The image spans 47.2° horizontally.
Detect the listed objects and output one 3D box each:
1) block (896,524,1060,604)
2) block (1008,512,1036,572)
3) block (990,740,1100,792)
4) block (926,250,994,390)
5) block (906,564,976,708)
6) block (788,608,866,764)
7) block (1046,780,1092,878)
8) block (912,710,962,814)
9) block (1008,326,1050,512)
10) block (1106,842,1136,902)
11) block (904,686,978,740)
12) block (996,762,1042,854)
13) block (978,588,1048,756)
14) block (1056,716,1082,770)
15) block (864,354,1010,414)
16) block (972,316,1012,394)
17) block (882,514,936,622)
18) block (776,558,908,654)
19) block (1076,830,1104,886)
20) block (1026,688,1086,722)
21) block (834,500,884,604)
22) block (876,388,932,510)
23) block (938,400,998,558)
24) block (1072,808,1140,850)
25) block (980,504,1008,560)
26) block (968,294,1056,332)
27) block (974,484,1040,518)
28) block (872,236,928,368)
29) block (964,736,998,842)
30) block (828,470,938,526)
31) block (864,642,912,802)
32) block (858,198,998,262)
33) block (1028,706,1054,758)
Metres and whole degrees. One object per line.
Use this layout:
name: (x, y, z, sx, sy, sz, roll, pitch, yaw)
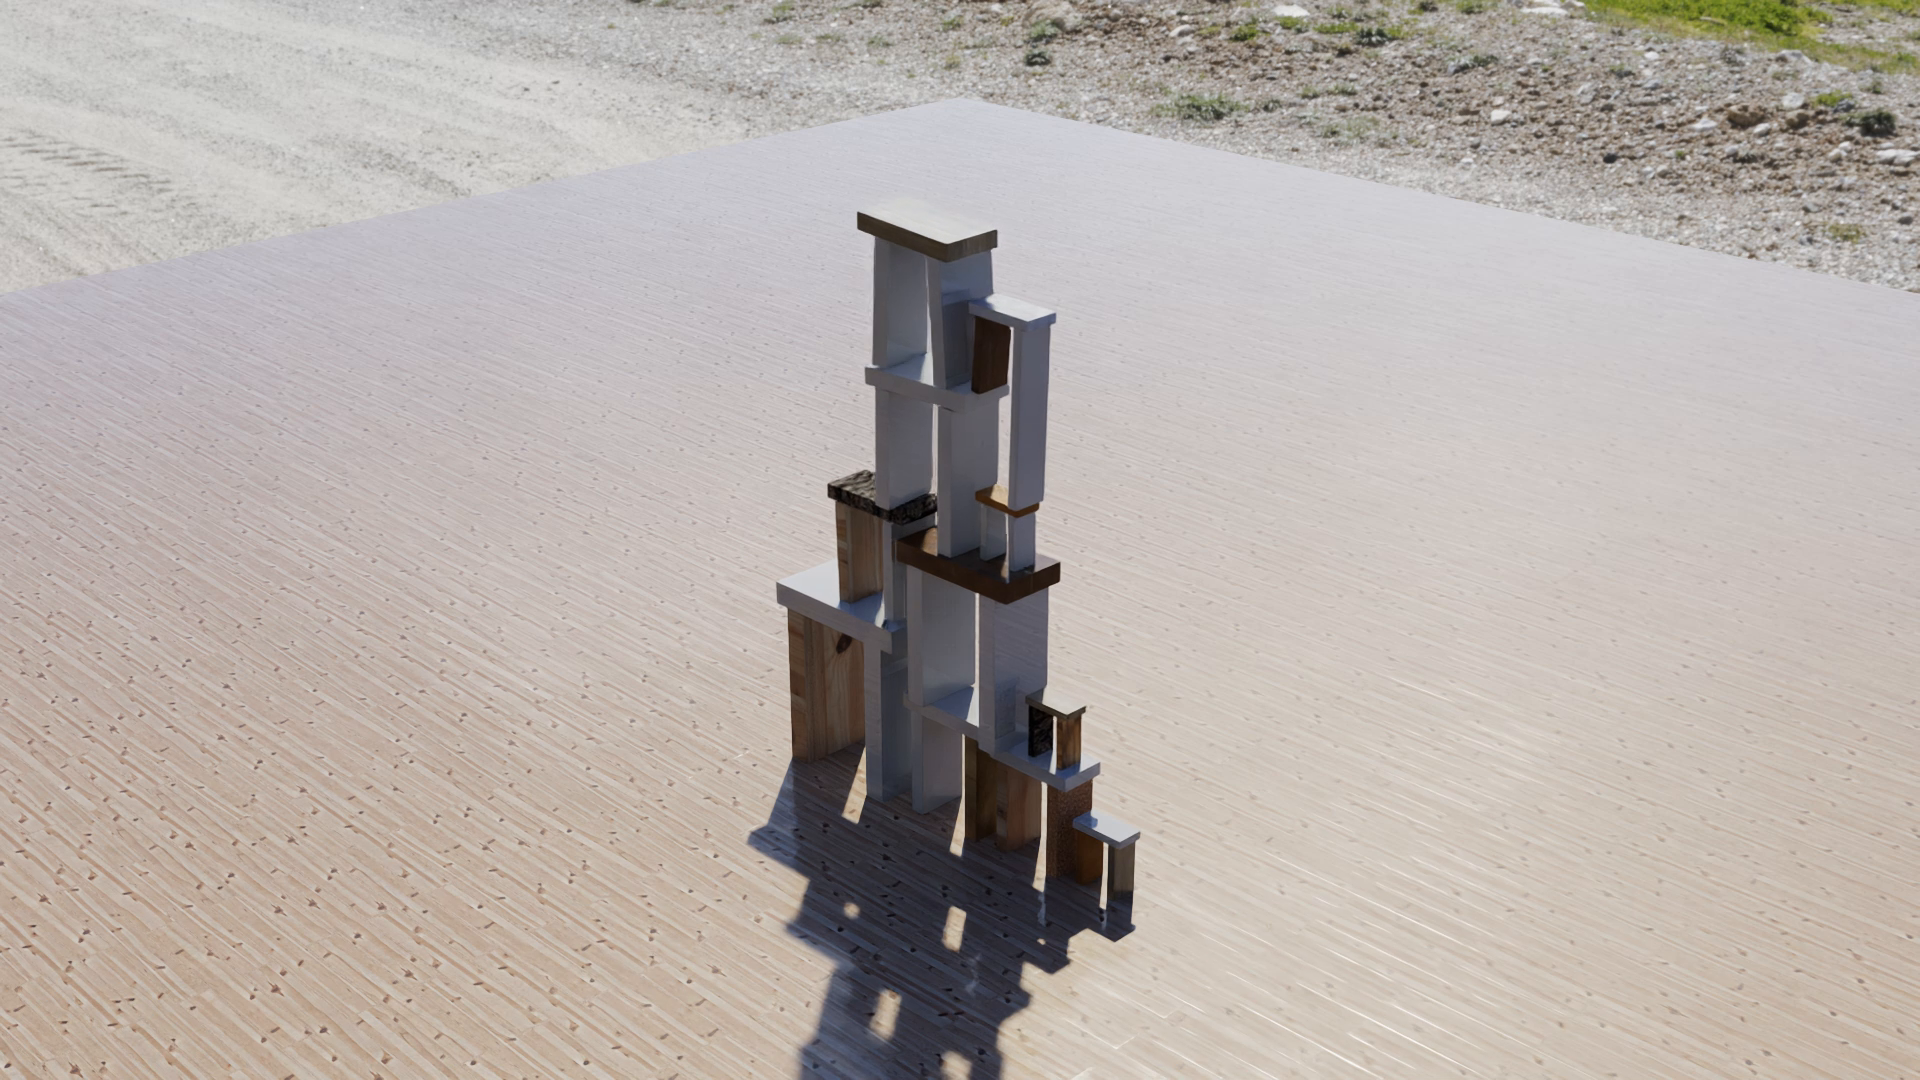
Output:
block: (0.033, 0.040, 4.197, 0.147, 0.042, 0.294, -21, 31, -40)
block: (0.116, -0.002, 4.098, 0.056, 0.113, 0.016, -20, 30, -38)
block: (0.163, 0.421, 4.225, 0.099, 0.028, 0.198, -21, 31, -40)
block: (0.005, -0.412, 4.032, 0.124, 0.248, 0.035, -21, 30, -35)
block: (-0.036, 0.167, 4.327, 0.147, 0.294, 0.042, -21, 31, -41)
block: (-0.278, 0.283, 4.650, 0.174, 0.347, 0.049, -21, 31, -41)
block: (0.210, 0.543, 4.228, 0.028, 0.198, 0.099, 21, 31, 41)
block: (-0.046, 0.432, 4.453, 0.032, 0.227, 0.113, 21, 31, 41)
block: (0.125, -0.225, 3.988, 0.074, 0.351, 0.021, -21, 33, -39)
block: (0.304, 0.618, 4.153, 0.017, 0.118, 0.059, 21, 31, 41)
block: (0.007, 0.333, 4.354, 0.227, 0.032, 0.113, 21, 31, 41)
block: (0.117, 0.507, 4.313, 0.099, 0.198, 0.028, -21, 31, -41)
block: (0.102, 0.237, 4.205, 0.042, 0.327, 0.147, 21, 31, 41)
block: (0.206, 0.377, 4.157, 0.015, 0.107, 0.054, 21, 31, 41)
block: (-0.044, -0.301, 4.135, 0.252, 0.036, 0.126, 19, 31, 37)
block: (0.058, -0.346, 4.010, 0.021, 0.148, 0.074, 28, 37, 37)
block: (-0.100, 0.048, 4.359, 0.106, 0.212, 0.030, -17, 28, -34)
block: (-0.196, 0.132, 4.497, 0.347, 0.049, 0.174, 21, 31, 41)
block: (0.249, 0.597, 4.204, 0.017, 0.118, 0.059, 21, 31, 41)
block: (0.181, 0.311, 4.156, 0.054, 0.015, 0.107, -21, 31, -40)
block: (-0.198, 0.012, 4.445, 0.106, 0.212, 0.030, -21, 29, -40)
block: (-0.108, -0.195, 4.256, 0.036, 0.252, 0.126, 22, 33, 35)
block: (0.015, -0.123, 4.149, 0.126, 0.296, 0.036, -22, 32, -40)
block: (0.277, 0.546, 4.152, 0.118, 0.017, 0.059, 21, 31, 41)
block: (0.064, -0.022, 4.145, 0.016, 0.112, 0.056, 22, 32, 40)
block: (0.094, -0.408, 3.940, 0.074, 0.021, 0.148, -22, 33, -40)
block: (0.087, -0.073, 4.096, 0.056, 0.016, 0.112, -22, 33, -40)
block: (-0.111, -0.459, 4.135, 0.035, 0.248, 0.124, 18, 28, 32)
block: (0.061, 0.473, 4.355, 0.032, 0.227, 0.113, 21, 31, 41)
block: (-0.151, -0.085, 4.362, 0.212, 0.030, 0.106, 21, 31, 40)
block: (-0.114, 0.347, 4.499, 0.049, 0.347, 0.174, 21, 31, 41)
block: (-0.061, -0.570, 4.028, 0.124, 0.035, 0.248, -22, 34, -37)
block: (0.155, 0.357, 4.203, 0.015, 0.107, 0.054, 21, 31, 41)
